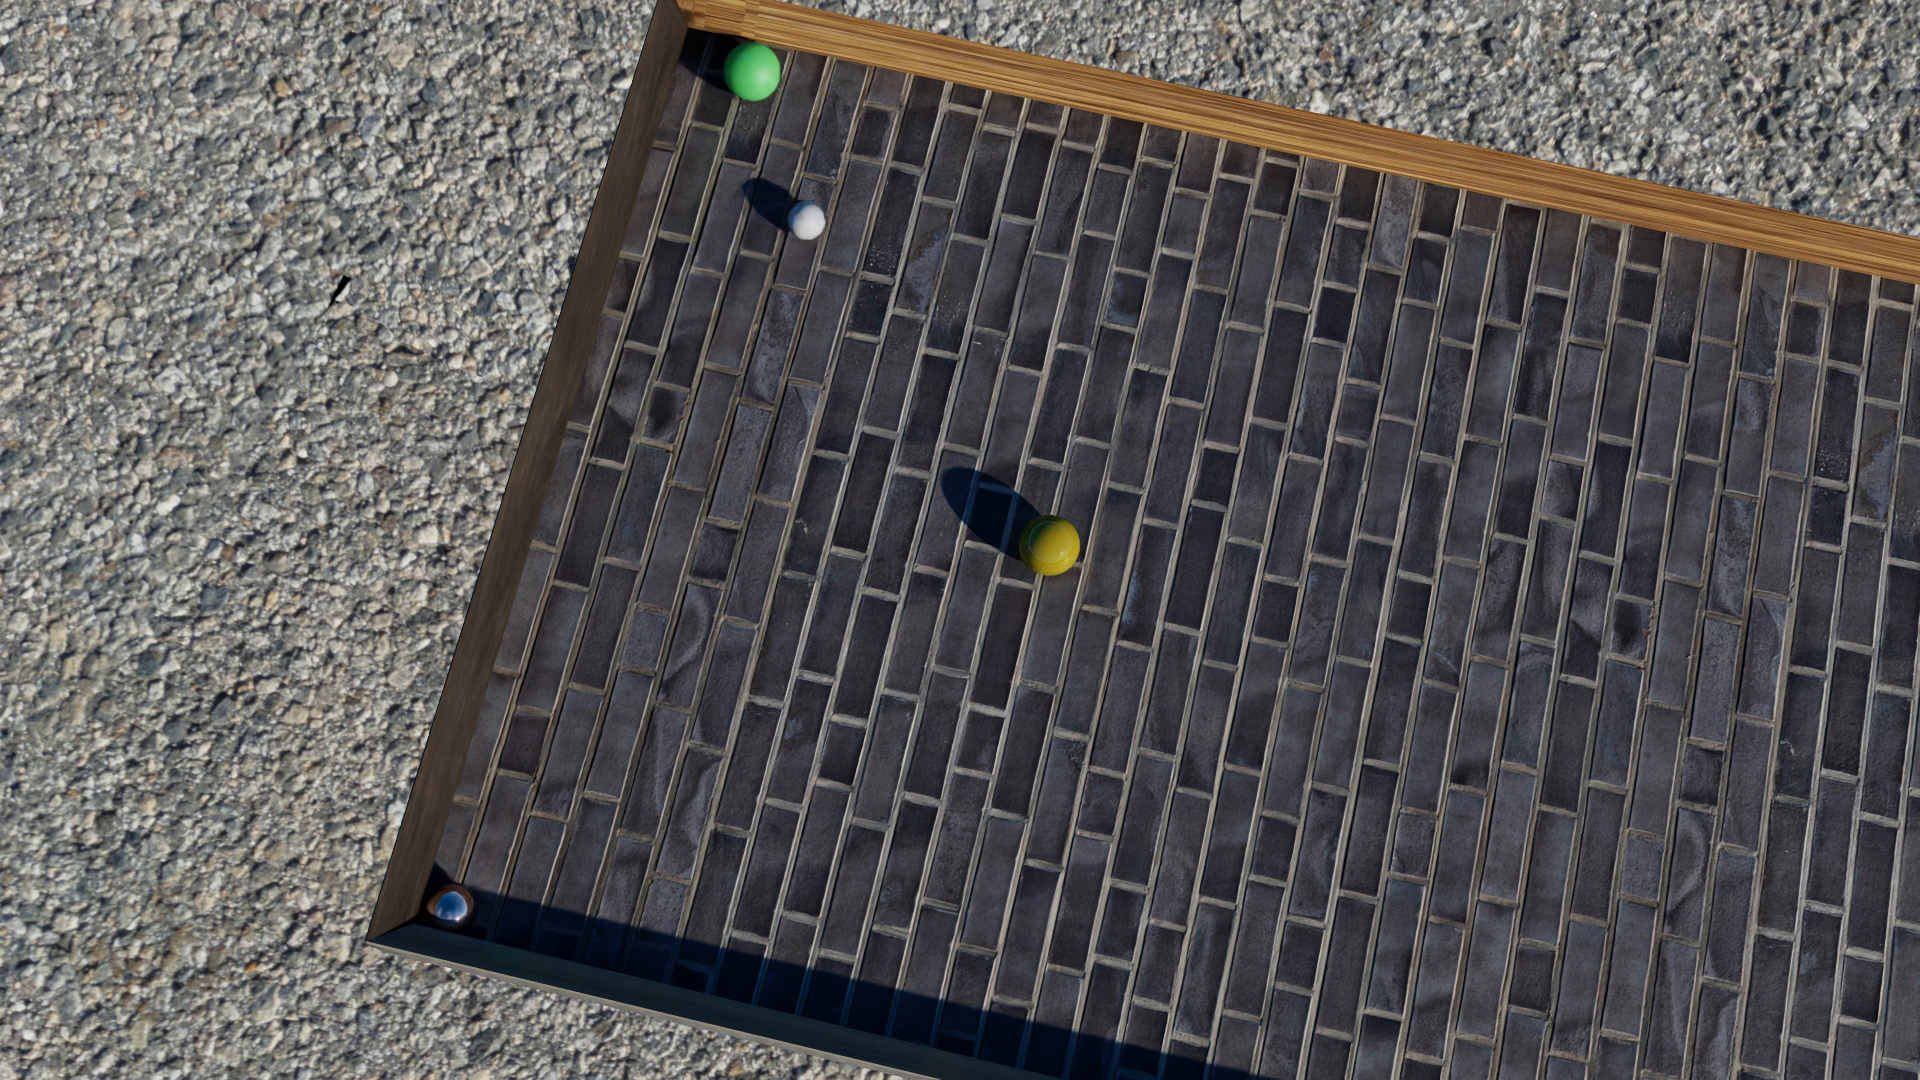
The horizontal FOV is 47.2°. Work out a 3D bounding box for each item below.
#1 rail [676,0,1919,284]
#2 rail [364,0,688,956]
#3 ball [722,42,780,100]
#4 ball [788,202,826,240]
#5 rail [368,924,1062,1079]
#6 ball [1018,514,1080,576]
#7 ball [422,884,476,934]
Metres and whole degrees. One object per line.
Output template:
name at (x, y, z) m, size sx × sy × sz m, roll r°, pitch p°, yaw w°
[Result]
rail at (0.840, -0.579, 3.534) m, size 2.724 × 0.123 × 0.045 m, roll 13°, pitch 73°, yaw 4°
rail at (-0.640, -0.150, 3.402) m, size 0.045 × 0.123 × 1.598 m, roll 13°, pitch 73°, yaw 4°
ball at (-0.342, -0.769, 3.609) m, size 0.095 × 0.095 × 0.095 m, roll 0°, pitch 73°, yaw 0°
ball at (-0.248, -0.515, 3.548) m, size 0.061 × 0.061 × 0.061 m, roll 0°, pitch 73°, yaw 0°
rail at (0.486, 0.863, 3.089) m, size 2.724 × 0.123 × 0.045 m, roll 13°, pitch 73°, yaw 4°
ball at (0.137, 0.008, 3.369) m, size 0.095 × 0.095 × 0.095 m, roll 0°, pitch 73°, yaw 0°
ball at (-0.746, 0.541, 3.214) m, size 0.076 × 0.076 × 0.076 m, roll 0°, pitch 73°, yaw 0°
